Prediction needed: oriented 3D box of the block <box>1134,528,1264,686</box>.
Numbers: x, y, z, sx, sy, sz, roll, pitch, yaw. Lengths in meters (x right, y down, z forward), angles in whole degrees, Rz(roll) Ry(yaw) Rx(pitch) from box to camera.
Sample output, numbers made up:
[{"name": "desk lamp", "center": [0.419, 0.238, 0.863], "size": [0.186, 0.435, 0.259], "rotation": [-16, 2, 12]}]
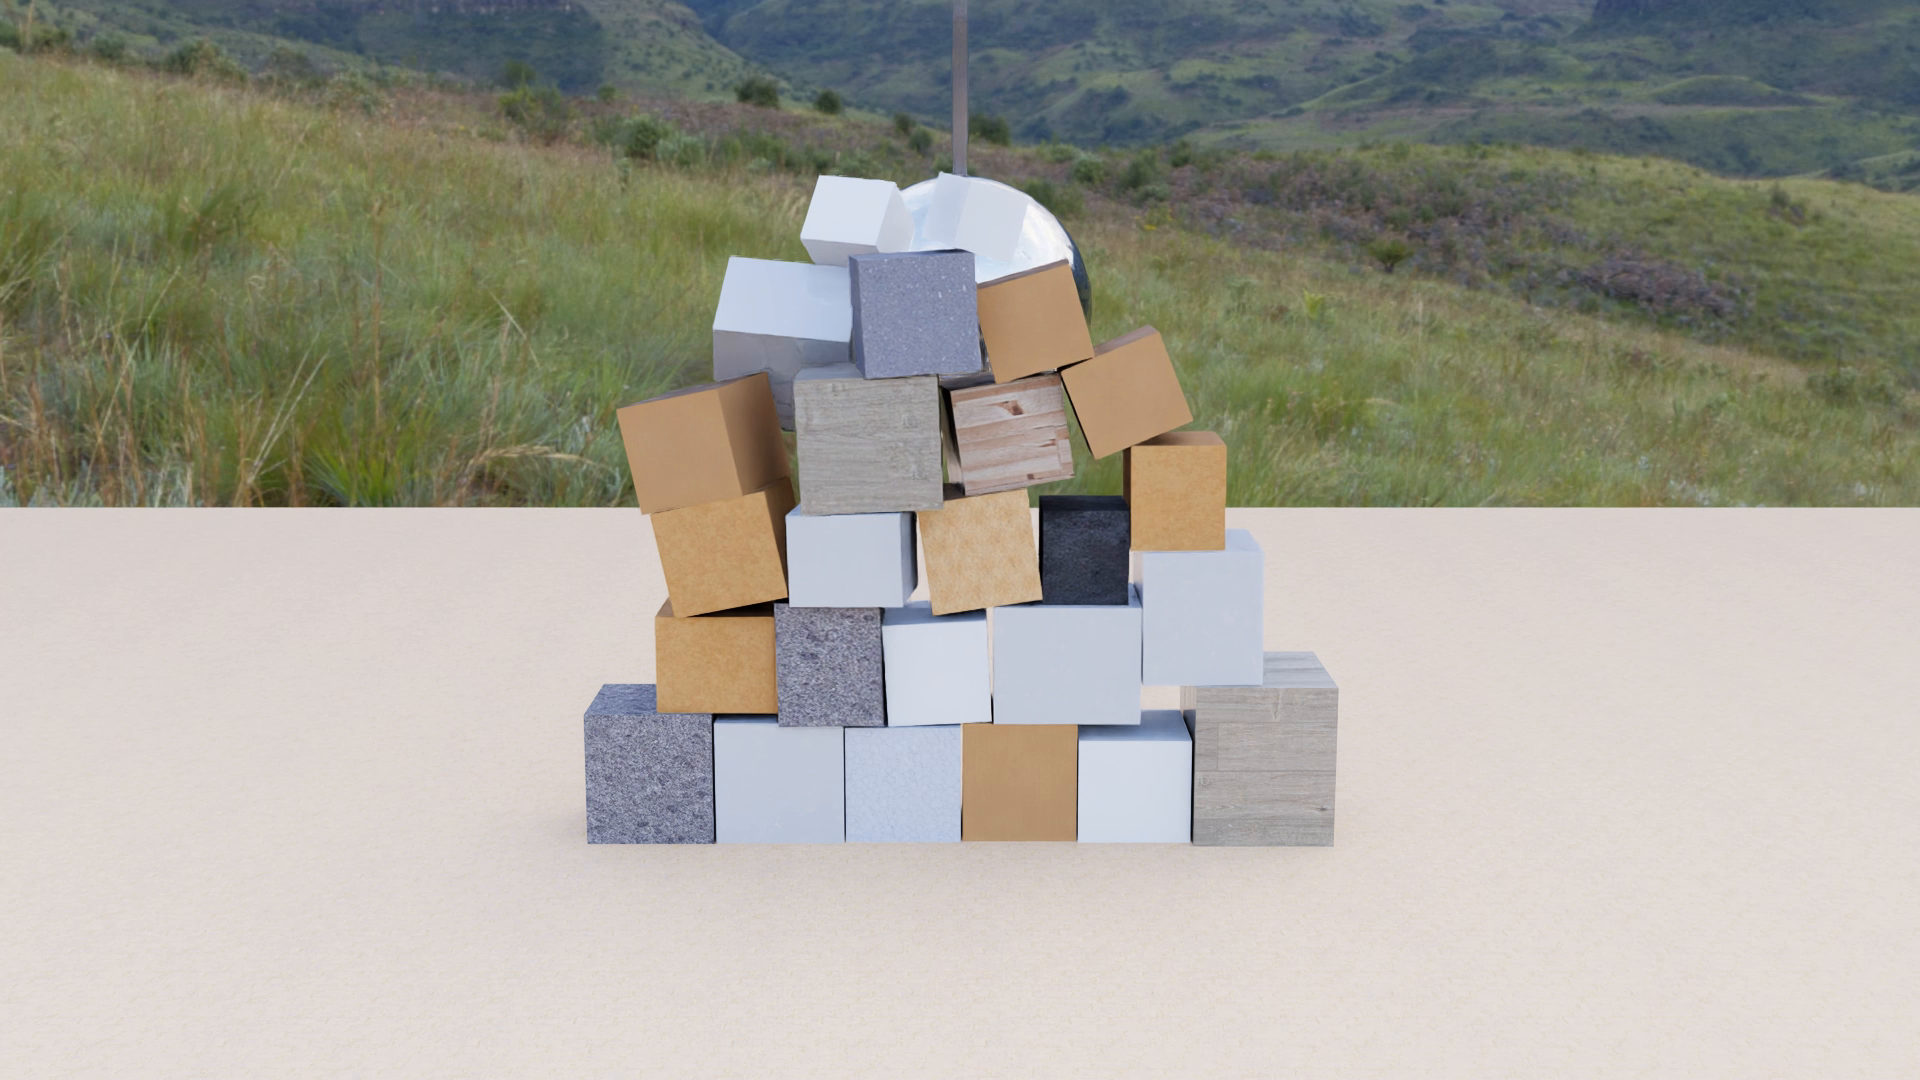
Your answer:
[{"name": "block", "center": [1.209, 0.335, 11.254], "size": [0.597, 0.672, 0.687], "rotation": [-1, 10, 0]}]

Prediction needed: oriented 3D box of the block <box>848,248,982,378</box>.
[{"name": "block", "center": [-0.226, -1.110, 10.704], "size": [0.553, 0.558, 0.546], "rotation": [-5, 10, -7]}]

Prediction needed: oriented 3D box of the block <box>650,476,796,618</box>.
[{"name": "block", "center": [-1.142, 0.030, 11.064], "size": [0.594, 0.534, 0.534], "rotation": [-11, 8, 11]}]

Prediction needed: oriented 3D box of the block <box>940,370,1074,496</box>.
[{"name": "block", "center": [0.220, -0.564, 11.171], "size": [0.557, 0.532, 0.541], "rotation": [-10, 10, -7]}]

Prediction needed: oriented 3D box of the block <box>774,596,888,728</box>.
[{"name": "block", "center": [-0.648, 0.569, 11.154], "size": [0.521, 0.630, 0.527], "rotation": [-1, 11, 1]}]

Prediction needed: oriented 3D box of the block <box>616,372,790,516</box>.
[{"name": "block", "center": [-1.281, -0.492, 11.054], "size": [0.556, 0.538, 0.638], "rotation": [-10, 9, 19]}]

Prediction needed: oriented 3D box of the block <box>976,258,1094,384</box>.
[{"name": "block", "center": [0.363, -1.099, 10.994], "size": [0.500, 0.469, 0.513], "rotation": [-16, 10, 4]}]

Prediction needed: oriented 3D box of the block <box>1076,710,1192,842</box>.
[{"name": "block", "center": [0.881, 1.215, 11.398], "size": [0.568, 0.531, 0.628], "rotation": [0, 10, 0]}]

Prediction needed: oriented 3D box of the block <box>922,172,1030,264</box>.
[{"name": "block", "center": [0.075, -1.568, 10.692], "size": [0.342, 0.328, 0.320], "rotation": [12, 9, -32]}]

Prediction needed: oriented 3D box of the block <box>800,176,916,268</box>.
[{"name": "block", "center": [-0.528, -1.612, 11.510], "size": [0.420, 0.383, 0.433], "rotation": [8, -22, 19]}]

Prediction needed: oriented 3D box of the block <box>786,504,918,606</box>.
[{"name": "block", "center": [-0.528, 0.055, 10.923], "size": [0.560, 0.454, 0.507], "rotation": [0, 11, 8]}]

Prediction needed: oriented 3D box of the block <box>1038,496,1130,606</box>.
[{"name": "block", "center": [0.625, 0.047, 11.199], "size": [0.430, 0.479, 0.487], "rotation": [0, 10, -1]}]

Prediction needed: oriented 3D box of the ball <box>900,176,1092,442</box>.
[{"name": "ball", "center": [0.000, -1.390, 13.260], "size": [1.600, 1.600, 1.600], "rotation": [0, 10, 0]}]

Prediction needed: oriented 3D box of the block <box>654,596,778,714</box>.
[{"name": "block", "center": [-1.215, 0.574, 11.273], "size": [0.606, 0.493, 0.580], "rotation": [0, 10, 0]}]

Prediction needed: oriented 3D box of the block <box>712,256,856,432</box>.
[{"name": "block", "center": [-0.899, -1.011, 11.502], "size": [0.691, 0.653, 0.584], "rotation": [6, 46, 1]}]

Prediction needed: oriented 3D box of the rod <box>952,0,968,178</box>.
[{"name": "rod", "center": [0.000, -4.248, 11.419], "size": [0.080, 5.200, 0.080], "rotation": [0, 33, 0]}]

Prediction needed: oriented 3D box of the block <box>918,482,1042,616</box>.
[{"name": "block", "center": [0.092, 0.012, 11.201], "size": [0.554, 0.563, 0.572], "rotation": [-9, 10, 0]}]

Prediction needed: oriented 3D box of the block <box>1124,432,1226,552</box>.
[{"name": "block", "center": [1.082, -0.254, 11.151], "size": [0.469, 0.526, 0.538], "rotation": [-1, 10, 0]}]

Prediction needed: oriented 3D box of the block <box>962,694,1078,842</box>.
[{"name": "block", "center": [0.303, 1.173, 11.393], "size": [0.575, 0.616, 0.595], "rotation": [0, 10, 0]}]

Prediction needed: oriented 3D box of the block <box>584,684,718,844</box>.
[{"name": "block", "center": [-1.563, 1.148, 11.370], "size": [0.639, 0.672, 0.646], "rotation": [0, 10, 0]}]

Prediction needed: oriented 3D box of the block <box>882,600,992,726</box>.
[{"name": "block", "center": [-0.112, 0.619, 11.304], "size": [0.519, 0.518, 0.586], "rotation": [-3, 10, 1]}]

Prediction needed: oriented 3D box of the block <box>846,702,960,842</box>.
[{"name": "block", "center": [-0.287, 1.184, 11.388], "size": [0.580, 0.596, 0.608], "rotation": [0, 10, 0]}]

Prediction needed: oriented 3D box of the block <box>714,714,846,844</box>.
[{"name": "block", "center": [-0.908, 1.169, 11.391], "size": [0.647, 0.625, 0.655], "rotation": [0, 10, 0]}]

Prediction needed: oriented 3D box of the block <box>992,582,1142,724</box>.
[{"name": "block", "center": [0.538, 0.573, 11.309], "size": [0.735, 0.595, 0.665], "rotation": [0, 10, 0]}]

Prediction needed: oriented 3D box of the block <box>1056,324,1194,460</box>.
[{"name": "block", "center": [0.816, -0.747, 11.037], "size": [0.521, 0.474, 0.469], "rotation": [-22, 10, 3]}]

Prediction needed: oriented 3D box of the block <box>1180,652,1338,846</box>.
[{"name": "block", "center": [1.529, 1.069, 11.393], "size": [0.707, 0.821, 0.795], "rotation": [0, 10, 0]}]

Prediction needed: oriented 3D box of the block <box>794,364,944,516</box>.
[{"name": "block", "center": [-0.440, -0.515, 10.900], "size": [0.690, 0.658, 0.652], "rotation": [-3, 11, 0]}]
